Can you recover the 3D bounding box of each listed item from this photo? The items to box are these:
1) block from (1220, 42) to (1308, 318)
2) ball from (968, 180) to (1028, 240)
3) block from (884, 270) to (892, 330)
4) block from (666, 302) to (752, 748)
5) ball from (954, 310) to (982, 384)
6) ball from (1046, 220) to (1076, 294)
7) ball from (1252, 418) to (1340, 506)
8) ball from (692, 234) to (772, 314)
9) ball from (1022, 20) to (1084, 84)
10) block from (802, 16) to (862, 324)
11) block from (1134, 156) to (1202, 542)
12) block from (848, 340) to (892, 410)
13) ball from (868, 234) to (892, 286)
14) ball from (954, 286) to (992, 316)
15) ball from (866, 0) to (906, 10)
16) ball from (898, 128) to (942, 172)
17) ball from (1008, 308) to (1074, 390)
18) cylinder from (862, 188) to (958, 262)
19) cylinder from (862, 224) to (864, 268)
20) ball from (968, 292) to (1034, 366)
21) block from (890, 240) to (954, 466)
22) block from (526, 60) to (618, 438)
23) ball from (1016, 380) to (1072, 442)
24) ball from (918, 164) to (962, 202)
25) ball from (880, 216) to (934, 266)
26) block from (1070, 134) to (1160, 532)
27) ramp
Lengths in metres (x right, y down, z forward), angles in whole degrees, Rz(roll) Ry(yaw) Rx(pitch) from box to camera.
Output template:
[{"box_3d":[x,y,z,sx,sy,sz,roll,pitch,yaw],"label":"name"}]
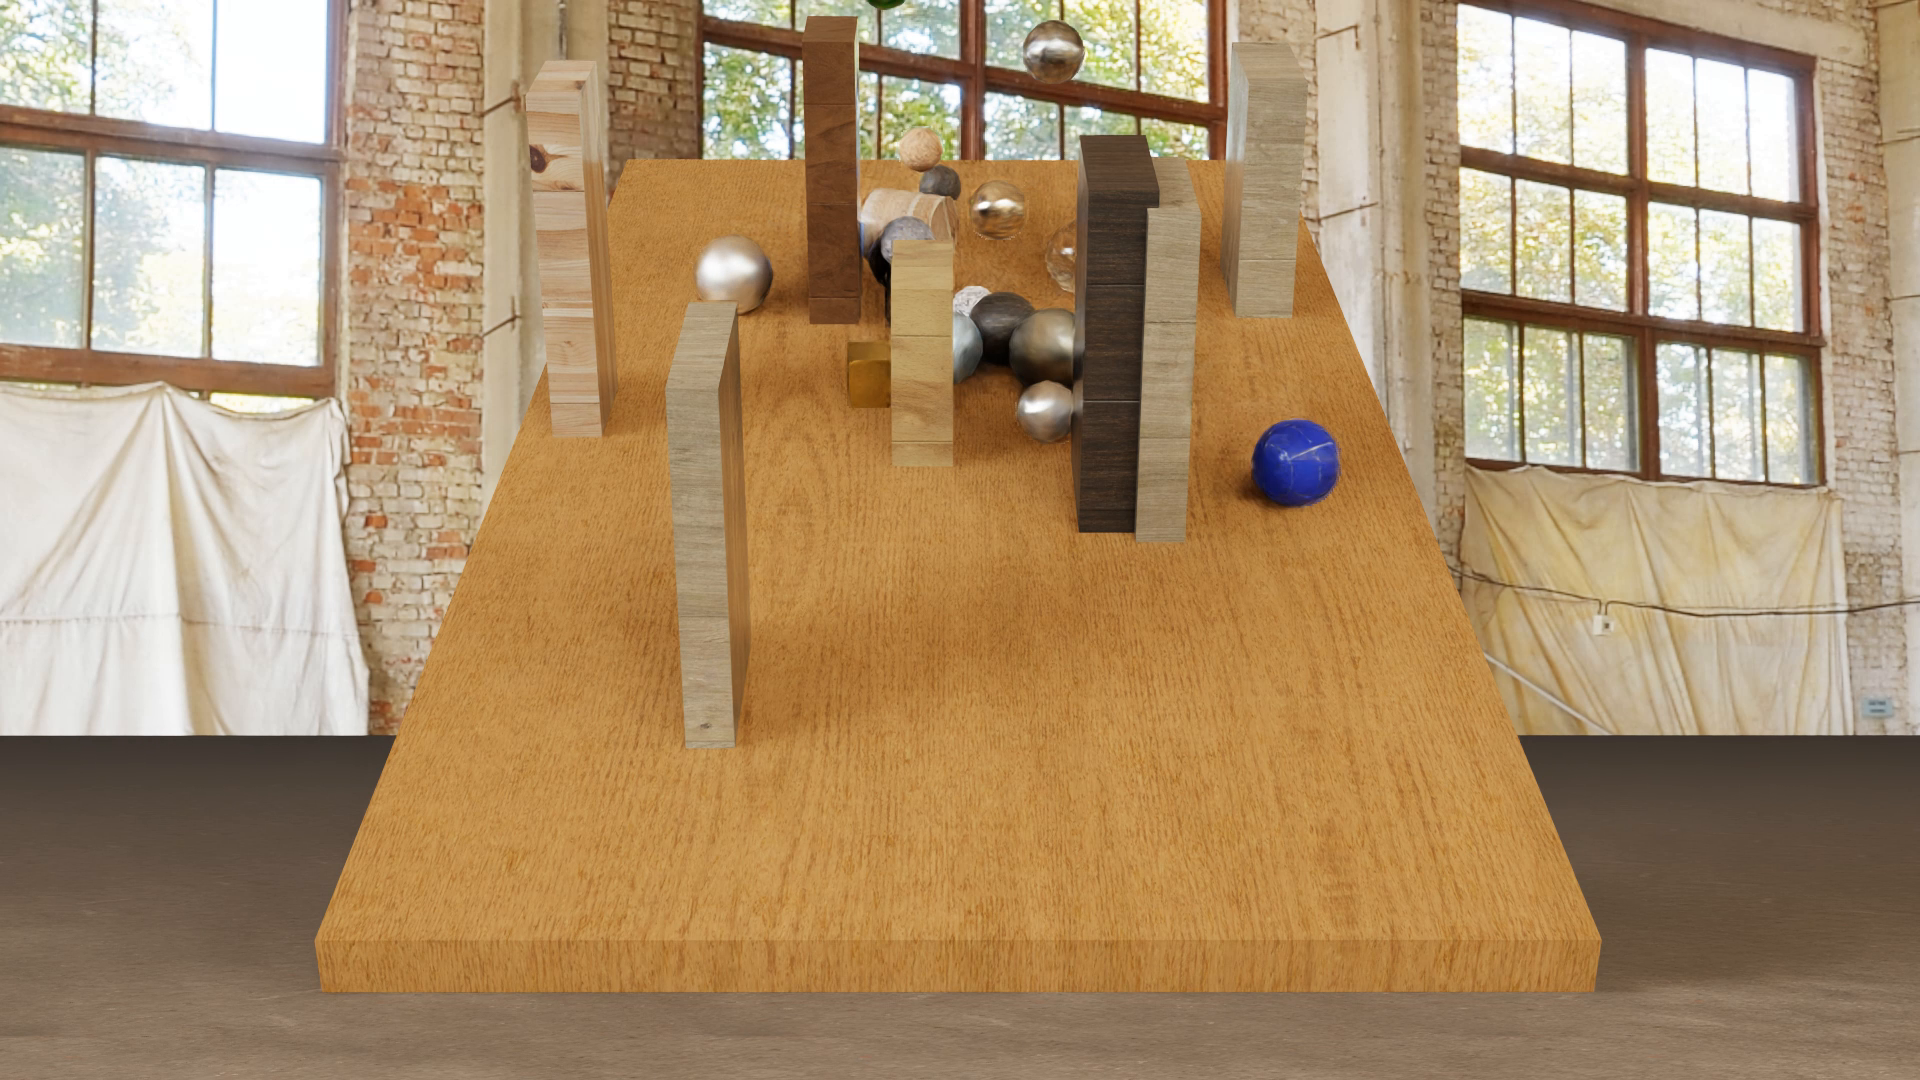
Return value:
[{"box_3d":[0.779,-0.931,6.100,0.145,0.613,0.392,0,27,0],"label":"block"},{"box_3d":[0.105,-0.917,6.571,0.163,0.163,0.163,0,-5,0],"label":"ball"},{"box_3d":[-0.124,-0.612,5.987,0.124,0.124,0.124,-3,20,-5],"label":"block"},{"box_3d":[-0.441,-0.028,4.201,0.087,0.689,0.395,0,27,0],"label":"block"},{"box_3d":[-0.037,-0.460,5.634,0.182,0.182,0.182,0,-5,0],"label":"ball"},{"box_3d":[0.322,-0.740,6.183,0.195,0.195,0.195,0,-5,0],"label":"ball"},{"box_3d":[0.716,-0.165,5.044,0.187,0.187,0.187,0,-5,0],"label":"ball"},{"box_3d":[-0.581,-0.678,6.043,0.204,0.204,0.204,0,-5,0],"label":"ball"},{"box_3d":[0.274,-1.430,6.936,0.184,0.184,0.184,0,-5,0],"label":"ball"},{"box_3d":[-0.319,-0.929,5.962,0.126,0.727,0.248,0,27,0],"label":"block"},{"box_3d":[0.416,-0.398,4.922,0.103,0.710,0.380,0,27,0],"label":"block"},{"box_3d":[-0.201,-0.389,5.559,0.121,0.121,0.121,-2,27,-5],"label":"block"},{"box_3d":[-0.156,-0.735,6.187,0.166,0.166,0.166,0,-5,0],"label":"ball"},{"box_3d":[0.037,-0.584,5.958,0.115,0.115,0.115,0,-5,0],"label":"ball"},{"box_3d":[-0.207,-1.562,6.606,0.158,0.158,0.158,0,-5,0],"label":"ball"},{"box_3d":[-0.107,-1.064,6.444,0.119,0.119,0.119,0,-5,0],"label":"ball"},{"box_3d":[0.216,-0.446,5.581,0.206,0.206,0.206,0,-5,0],"label":"ball"},{"box_3d":[-0.137,-0.834,6.355,0.203,0.203,0.203,11,-1,21],"label":"cylinder"},{"box_3d":[-0.321,-0.771,6.255,0.130,0.130,0.130,1,25,-1],"label":"cylinder"},{"box_3d":[0.105,-0.513,5.742,0.181,0.181,0.181,0,-5,0],"label":"ball"},{"box_3d":[-0.083,-0.421,5.293,0.135,0.417,0.318,0,27,0],"label":"block"},{"box_3d":[-0.870,-0.654,5.335,0.112,0.793,0.294,0,27,0],"label":"block"},{"box_3d":[0.195,-0.287,5.280,0.137,0.137,0.137,0,-5,0],"label":"ball"},{"box_3d":[-0.057,-1.020,6.822,0.122,0.122,0.122,0,-5,0],"label":"ball"},{"box_3d":[-0.132,-0.749,5.977,0.139,0.139,0.139,0,-5,0],"label":"ball"},{"box_3d":[0.319,-0.431,4.948,0.139,0.746,0.369,0,27,0],"label":"block"},{"box_3d":[-0.010,-0.228,5.485,2.000,0.100,4.000,0,27,0],"label":"ramp"}]
